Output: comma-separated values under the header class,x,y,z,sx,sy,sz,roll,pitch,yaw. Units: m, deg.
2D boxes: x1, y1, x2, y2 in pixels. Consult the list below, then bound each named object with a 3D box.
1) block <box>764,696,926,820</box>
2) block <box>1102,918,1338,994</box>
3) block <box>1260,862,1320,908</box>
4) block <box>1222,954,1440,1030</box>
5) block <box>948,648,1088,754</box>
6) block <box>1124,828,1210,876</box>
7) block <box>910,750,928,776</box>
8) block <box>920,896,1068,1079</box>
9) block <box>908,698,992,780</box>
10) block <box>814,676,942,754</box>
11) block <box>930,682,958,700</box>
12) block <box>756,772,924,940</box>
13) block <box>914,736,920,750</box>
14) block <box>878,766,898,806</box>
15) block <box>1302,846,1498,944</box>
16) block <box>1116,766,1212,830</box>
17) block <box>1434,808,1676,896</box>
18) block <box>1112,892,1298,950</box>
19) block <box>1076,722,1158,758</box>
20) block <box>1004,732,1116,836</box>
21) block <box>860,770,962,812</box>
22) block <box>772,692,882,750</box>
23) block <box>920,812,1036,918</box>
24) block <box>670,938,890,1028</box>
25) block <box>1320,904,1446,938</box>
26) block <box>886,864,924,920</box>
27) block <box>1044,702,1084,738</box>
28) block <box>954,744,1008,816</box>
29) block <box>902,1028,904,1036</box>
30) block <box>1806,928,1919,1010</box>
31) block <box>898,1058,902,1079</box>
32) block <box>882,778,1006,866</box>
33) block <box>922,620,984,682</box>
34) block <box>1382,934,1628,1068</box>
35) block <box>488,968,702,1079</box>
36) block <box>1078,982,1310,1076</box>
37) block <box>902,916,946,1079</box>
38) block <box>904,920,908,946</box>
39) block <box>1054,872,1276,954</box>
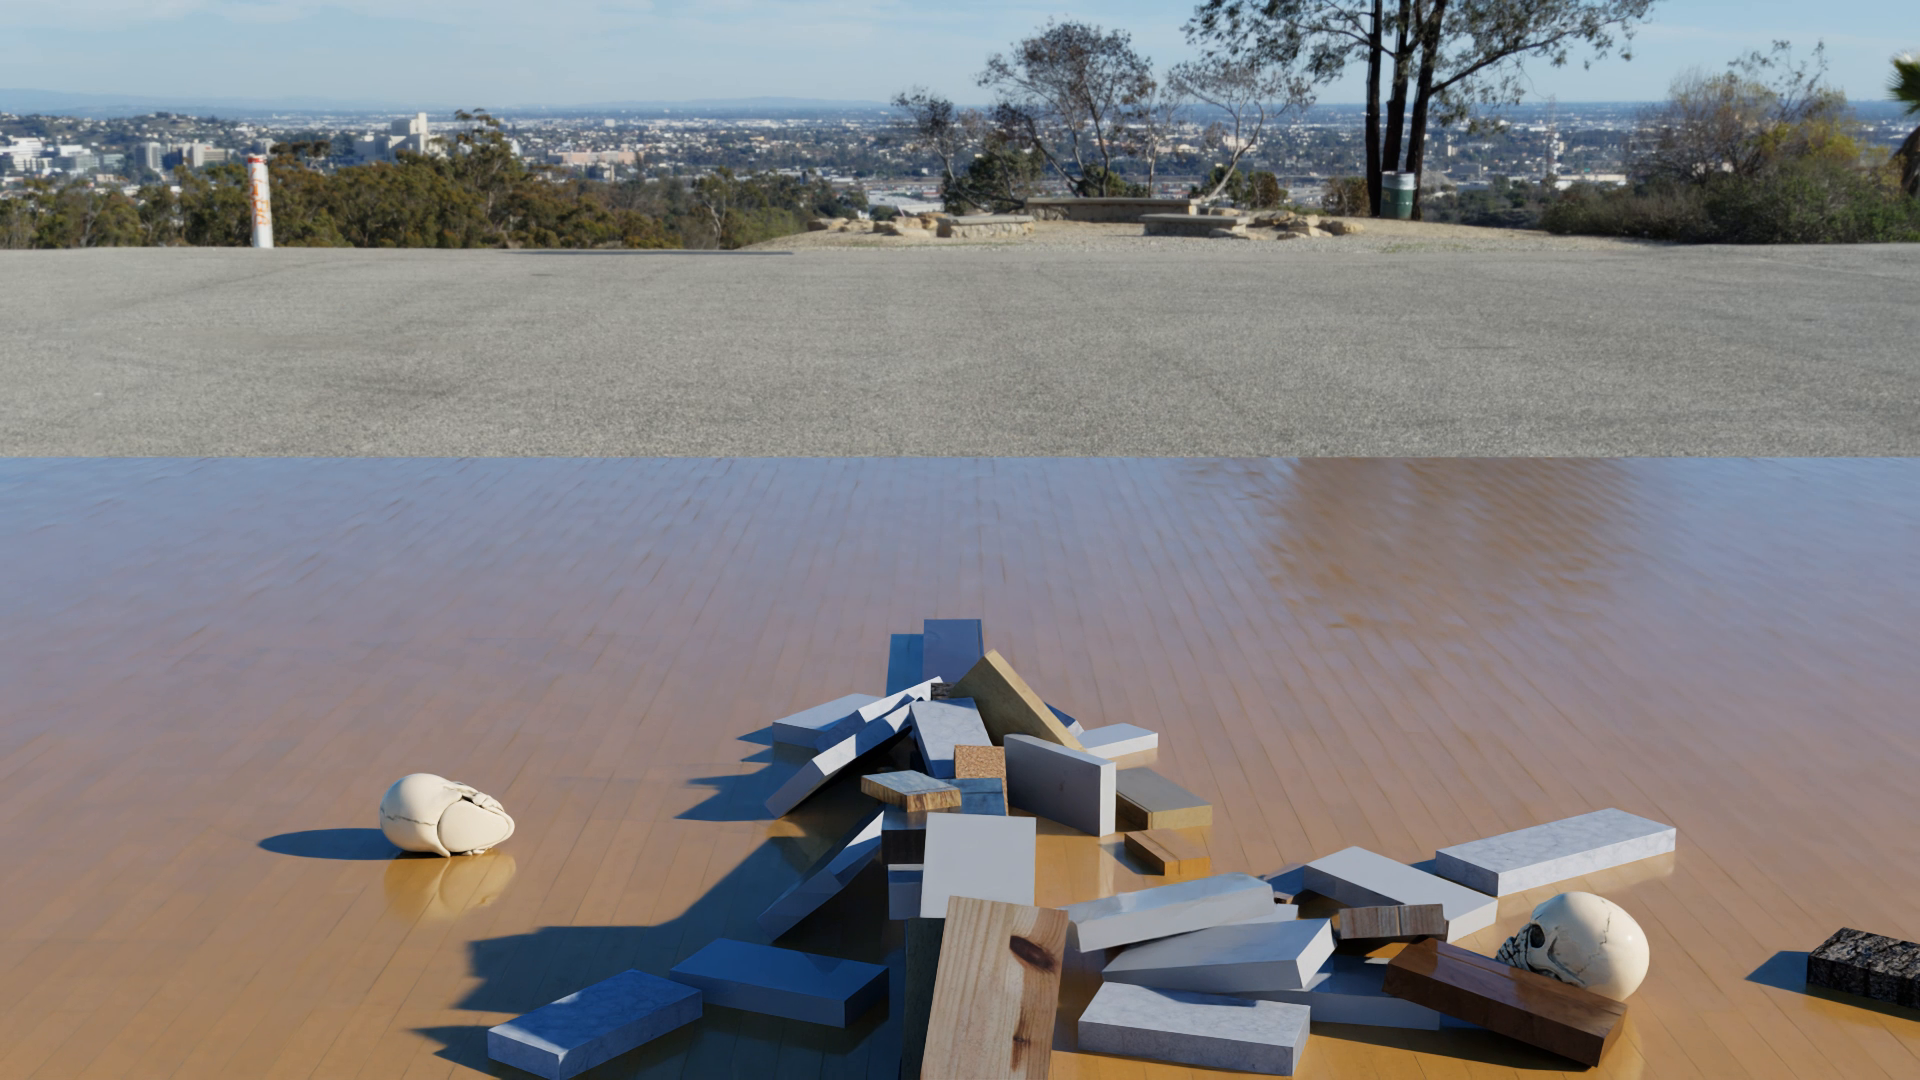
class,x,y,z,sx,sy,sz,roll,pitch,yaw
block,-0.208,0.417,4.260,0.140,0.040,0.494,-43,-8,24
block,0.378,0.611,3.208,0.307,0.043,0.153,-10,9,30
block,0.549,0.579,3.663,0.085,0.024,0.171,8,13,37
block,0.542,0.653,3.210,0.307,0.043,0.153,2,11,11
block,0.108,0.349,4.190,0.266,0.133,0.038,48,37,8
block,0.362,0.544,3.848,0.086,0.024,0.171,-4,11,-19
block,-0.008,0.466,4.008,0.123,0.035,0.247,-3,30,-11
block,0.038,0.590,2.645,0.149,0.042,0.323,7,54,4
block,-0.010,0.379,4.089,0.123,0.035,0.247,-4,30,-12
block,-0.161,0.365,4.539,0.144,0.041,0.287,-37,-11,34
block,0.012,0.337,4.383,0.132,0.037,0.264,-1,12,-3
block,-0.180,0.521,3.678,0.153,0.043,0.525,-39,-2,19
block,-0.006,0.435,4.233,0.132,0.037,0.264,-2,24,-8
block,-0.106,0.481,4.010,0.026,0.090,0.181,-4,11,-23
block,0.714,0.574,3.577,0.140,0.040,0.280,-10,19,-44
block,0.350,0.486,4.128,0.133,0.038,0.265,-4,11,-22
block,1.039,0.540,3.827,0.443,0.041,0.144,-7,13,-32
block,0.382,0.608,3.461,0.288,0.041,0.144,2,11,12
block,0.293,0.417,4.518,0.209,0.030,0.104,-8,13,-37
block,0.181,0.449,4.063,0.038,0.133,0.266,-9,14,-39
block,-0.074,0.370,3.250,0.086,0.024,0.171,-4,6,-25
block,-0.251,0.384,4.665,0.144,0.041,0.287,7,13,33
block,0.022,0.485,2.855,0.146,0.041,0.292,3,45,1
block,-0.265,0.650,3.236,0.288,0.041,0.144,5,12,24
block,0.635,0.576,3.326,0.149,0.042,0.298,-4,-10,4
block,-0.014,0.472,3.092,0.175,0.050,0.350,-1,2,-3
block,0.165,0.389,4.512,0.104,0.030,0.209,-39,21,-11
block,0.037,0.446,3.939,0.090,0.026,0.181,3,45,-5
block,0.002,0.651,2.863,0.146,0.041,0.292,1,-15,0
block,1.431,0.647,3.242,0.307,0.043,0.153,9,14,39
block,-0.017,0.810,2.368,0.148,0.042,1.123,0,11,1
block,-0.022,0.409,3.218,0.175,0.050,0.350,-1,5,0
block,-0.013,0.323,4.994,0.144,0.041,1.130,0,11,-1
block,0.767,0.645,3.097,0.307,0.043,0.153,16,14,26
block,-0.509,0.678,3.087,0.140,0.040,0.280,8,13,36
block,0.328,0.680,3.068,0.298,0.042,0.149,3,11,17
block,0.004,0.605,2.688,0.146,0.041,0.292,2,54,0
block,0.003,0.562,2.962,0.153,0.043,0.305,0,7,-2
block,0.308,0.565,3.350,0.307,0.043,0.153,-9,1,-12
